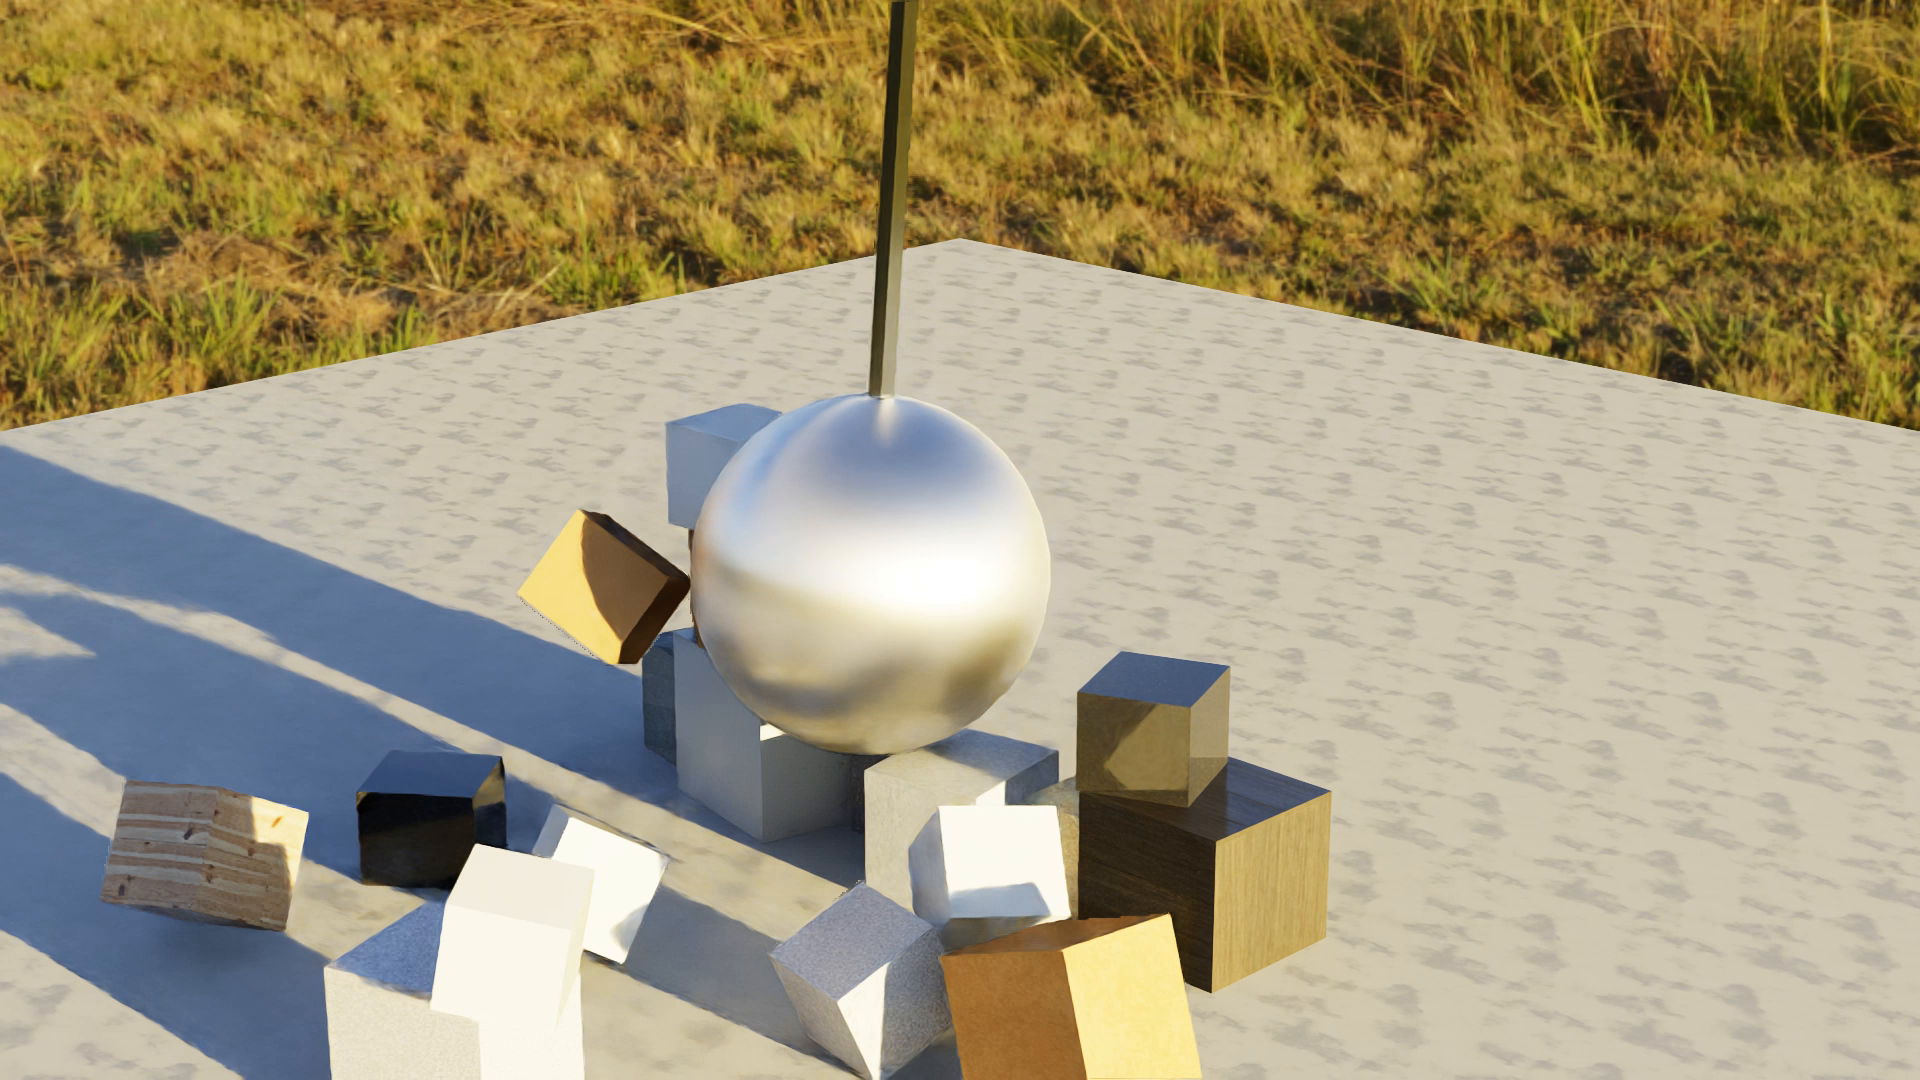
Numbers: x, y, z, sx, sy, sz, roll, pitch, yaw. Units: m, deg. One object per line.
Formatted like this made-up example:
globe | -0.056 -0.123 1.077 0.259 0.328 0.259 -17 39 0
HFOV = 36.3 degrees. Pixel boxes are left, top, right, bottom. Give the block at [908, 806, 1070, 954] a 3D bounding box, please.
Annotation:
block | 0.108 1.380 11.826 0.489 0.464 0.502 1 -26 -17

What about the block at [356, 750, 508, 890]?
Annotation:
block | -2.423 1.286 13.489 0.539 0.457 0.511 2 18 6

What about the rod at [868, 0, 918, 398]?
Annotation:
rod | -0.172 -3.147 12.172 0.080 5.200 0.080 17 19 42

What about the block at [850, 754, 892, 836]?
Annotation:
block | -0.182 1.178 13.896 0.471 0.420 0.474 16 24 42

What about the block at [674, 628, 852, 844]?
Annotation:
block | -0.832 0.869 14.215 0.789 0.818 0.827 -11 21 -32

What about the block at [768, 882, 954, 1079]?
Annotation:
block | -0.360 1.766 11.701 0.494 0.455 0.516 -36 32 -22

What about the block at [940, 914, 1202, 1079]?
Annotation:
block | 0.420 1.811 11.129 0.600 0.634 0.656 -10 -1 -44

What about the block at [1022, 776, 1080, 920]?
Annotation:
block | 0.613 1.374 13.142 0.450 0.498 0.512 16 23 41

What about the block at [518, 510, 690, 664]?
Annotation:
block | -1.608 0.217 13.381 0.527 0.470 0.498 36 3 8

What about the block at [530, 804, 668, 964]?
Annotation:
block | -1.582 1.456 12.467 0.460 0.483 0.409 25 -4 -18

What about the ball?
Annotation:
ball | -0.397 0.150 12.972 1.600 1.600 1.600 0 17 0

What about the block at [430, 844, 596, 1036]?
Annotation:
block | -1.625 1.452 10.682 0.455 0.444 0.456 12 22 0

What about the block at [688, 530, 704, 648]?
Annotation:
block | -0.993 0.155 14.206 0.599 0.548 0.573 -3 18 -8

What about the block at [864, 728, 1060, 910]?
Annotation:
block | 0.012 1.279 13.251 0.592 0.613 0.689 11 21 32

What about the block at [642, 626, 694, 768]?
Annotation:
block | -1.223 0.794 14.833 0.569 0.590 0.553 -11 21 -32

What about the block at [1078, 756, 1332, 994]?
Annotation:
block | 1.056 1.410 12.706 0.765 0.691 0.771 17 24 42

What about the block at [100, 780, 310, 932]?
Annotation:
block | -3.252 1.363 12.643 0.547 0.524 0.562 1 -16 31

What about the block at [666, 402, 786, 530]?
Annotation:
block | -1.039 -0.325 13.988 0.501 0.499 0.511 15 23 40

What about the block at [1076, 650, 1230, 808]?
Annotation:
block | 0.839 0.813 12.699 0.507 0.453 0.558 7 19 21

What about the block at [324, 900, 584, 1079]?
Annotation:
block | -1.918 1.883 11.185 0.689 0.701 0.665 8 19 24
